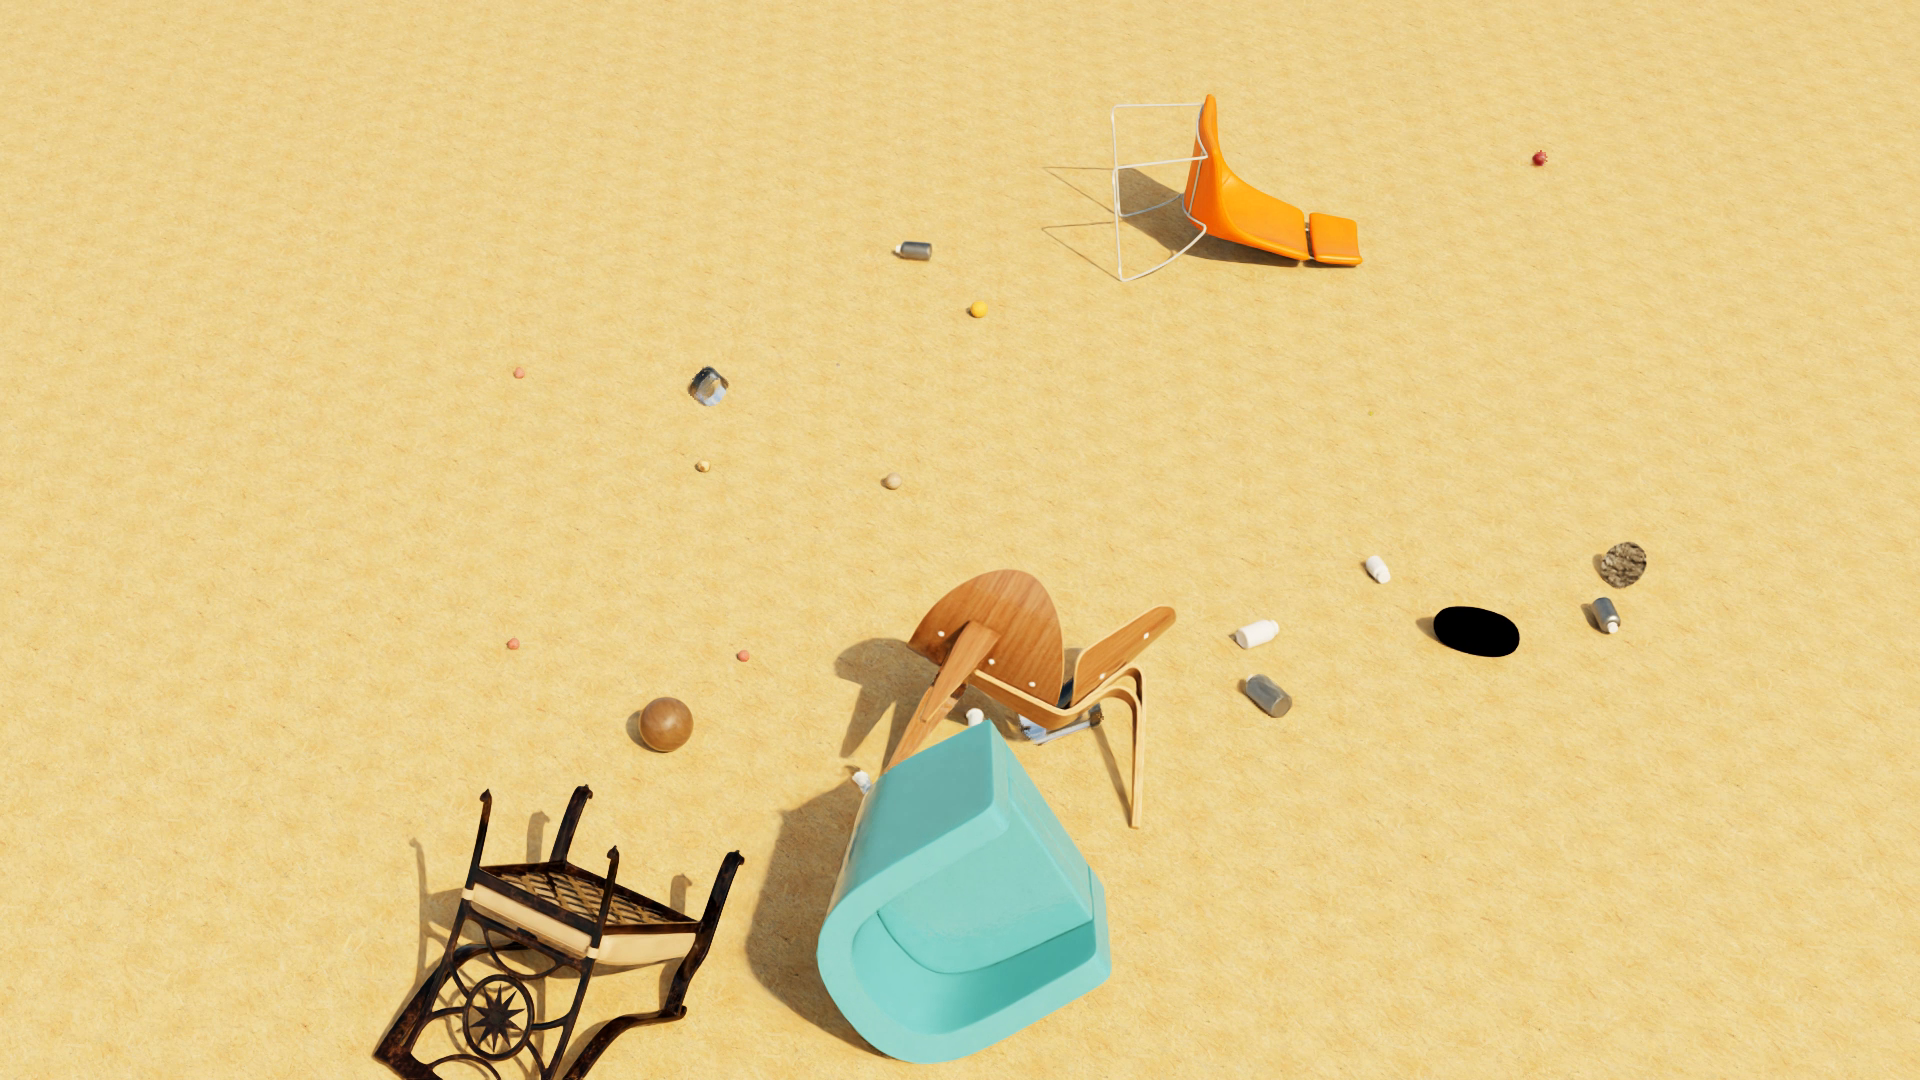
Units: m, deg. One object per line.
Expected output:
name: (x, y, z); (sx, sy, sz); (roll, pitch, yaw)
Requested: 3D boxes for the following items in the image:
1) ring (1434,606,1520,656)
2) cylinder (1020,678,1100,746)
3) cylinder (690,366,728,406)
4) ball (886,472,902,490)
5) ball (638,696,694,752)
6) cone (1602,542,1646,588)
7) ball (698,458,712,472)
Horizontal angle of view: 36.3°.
ring: (1.821, 0.322, 10.336); (0.310, 0.134, 0.139); (12, 38, 21)
cylinder: (0.338, 0.582, 9.916); (0.220, 0.160, 0.183); (-22, 24, -14)
cylinder: (-1.006, -0.616, 11.774); (0.089, 0.134, 0.110); (28, 8, -45)
ball: (-0.253, -0.227, 11.229); (0.065, 0.065, 0.065); (0, 33, 0)
ball: (-0.986, 0.617, 9.840); (0.185, 0.185, 0.185); (0, 33, 0)
cone: (2.451, 0.109, 10.720); (0.097, 0.178, 0.185); (29, -2, -43)
ball: (-0.987, -0.290, 11.336); (0.053, 0.053, 0.053); (0, 33, 0)
